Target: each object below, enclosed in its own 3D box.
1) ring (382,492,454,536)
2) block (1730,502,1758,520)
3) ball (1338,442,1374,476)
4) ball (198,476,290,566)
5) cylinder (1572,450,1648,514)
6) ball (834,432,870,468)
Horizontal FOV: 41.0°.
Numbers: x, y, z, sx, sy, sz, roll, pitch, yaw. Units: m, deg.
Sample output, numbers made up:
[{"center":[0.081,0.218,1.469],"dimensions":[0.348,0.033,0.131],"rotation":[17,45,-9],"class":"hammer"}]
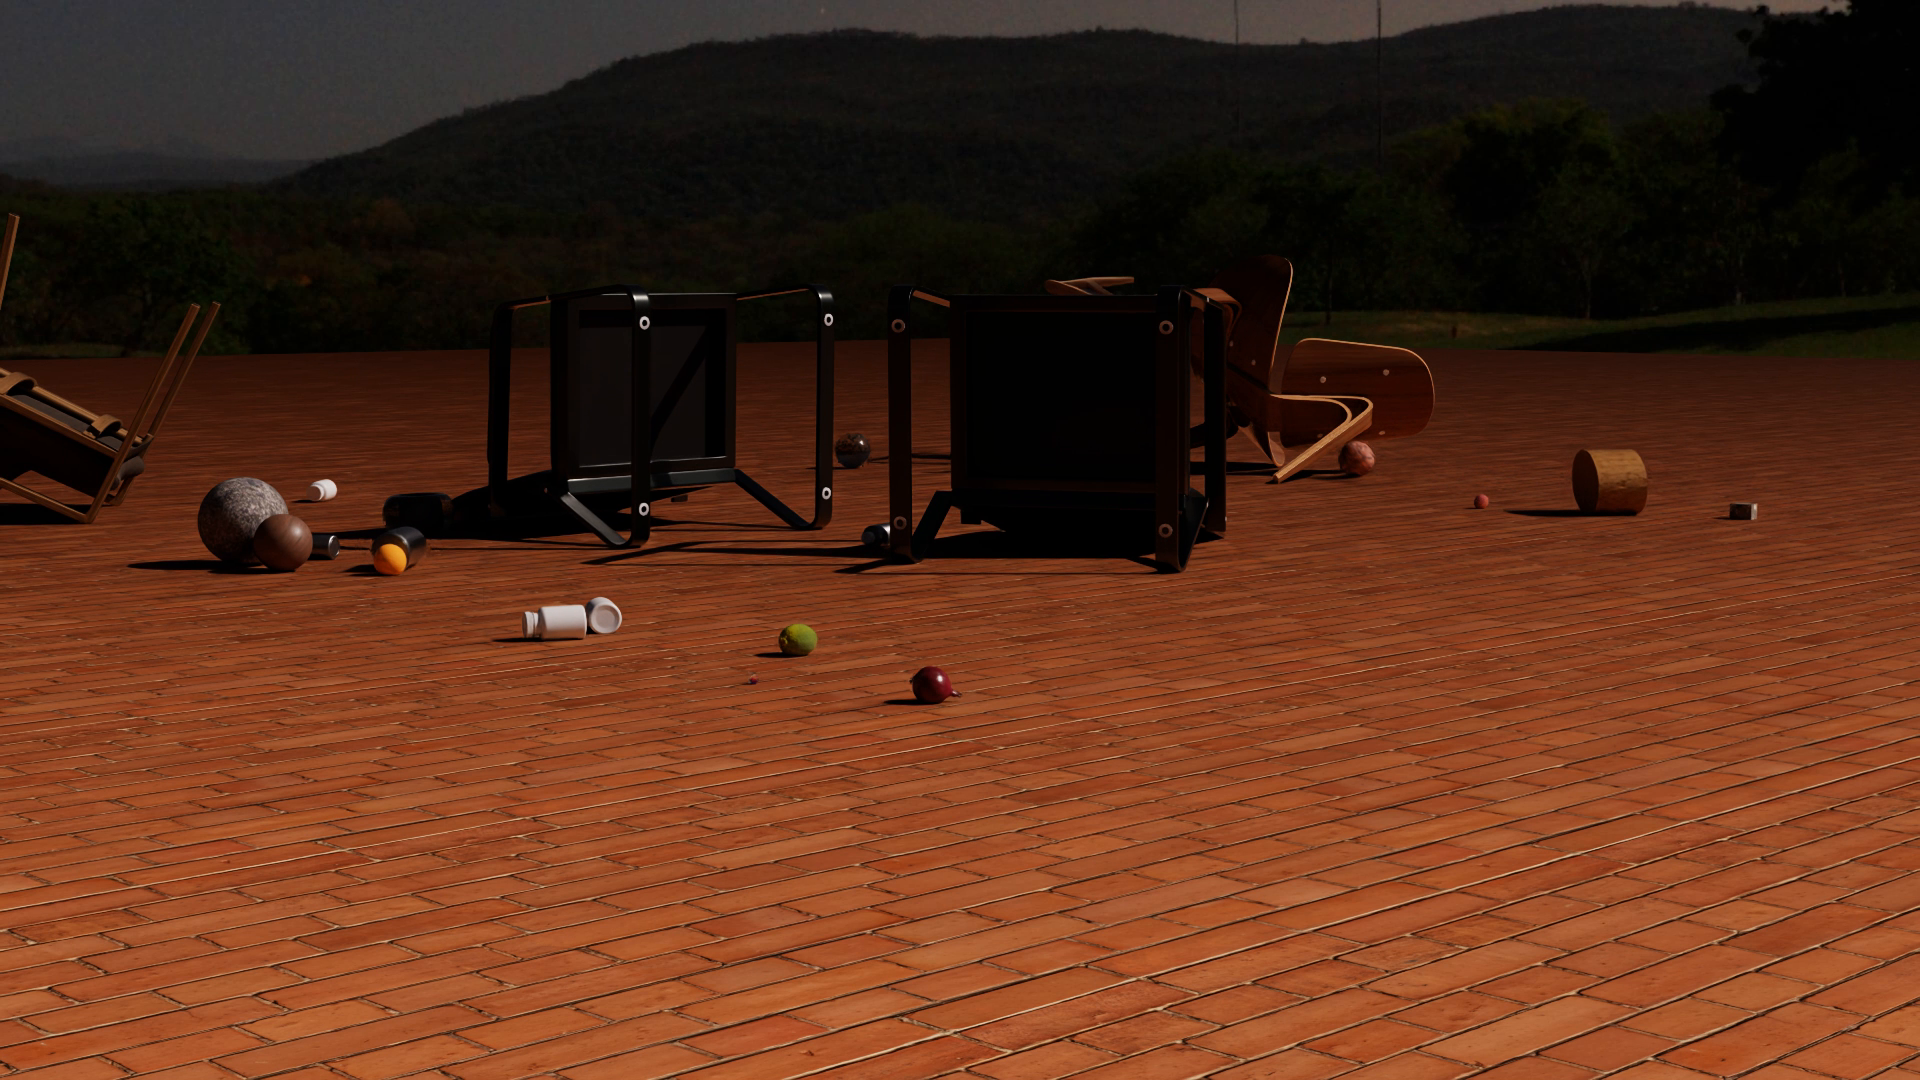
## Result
[{"center":[-1.393,-0.068,6.604],"dimensions":[0.177,0.099,0.228],"rotation":[-1,5,6],"class":"ring"},{"center":[2.128,-0.078,6.970],"dimensions":[0.060,0.041,0.043],"rotation":[4,7,37],"class":"block"},{"center":[1.301,-0.265,8.420],"dimensions":[0.116,0.116,0.116],"rotation":[0,6,0],"class":"ball"},{"center":[-1.631,-0.043,5.844],"dimensions":[0.203,0.203,0.203],"rotation":[0,6,0],"class":"ball"},{"center":[1.800,-0.161,7.113],"dimensions":[0.139,0.169,0.213],"rotation":[-1,30,-7],"class":"cylinder"},{"center":[-0.368,-0.307,8.793],"dimensions":[0.123,0.123,0.123],"rotation":[0,6,0],"class":"ball"}]
